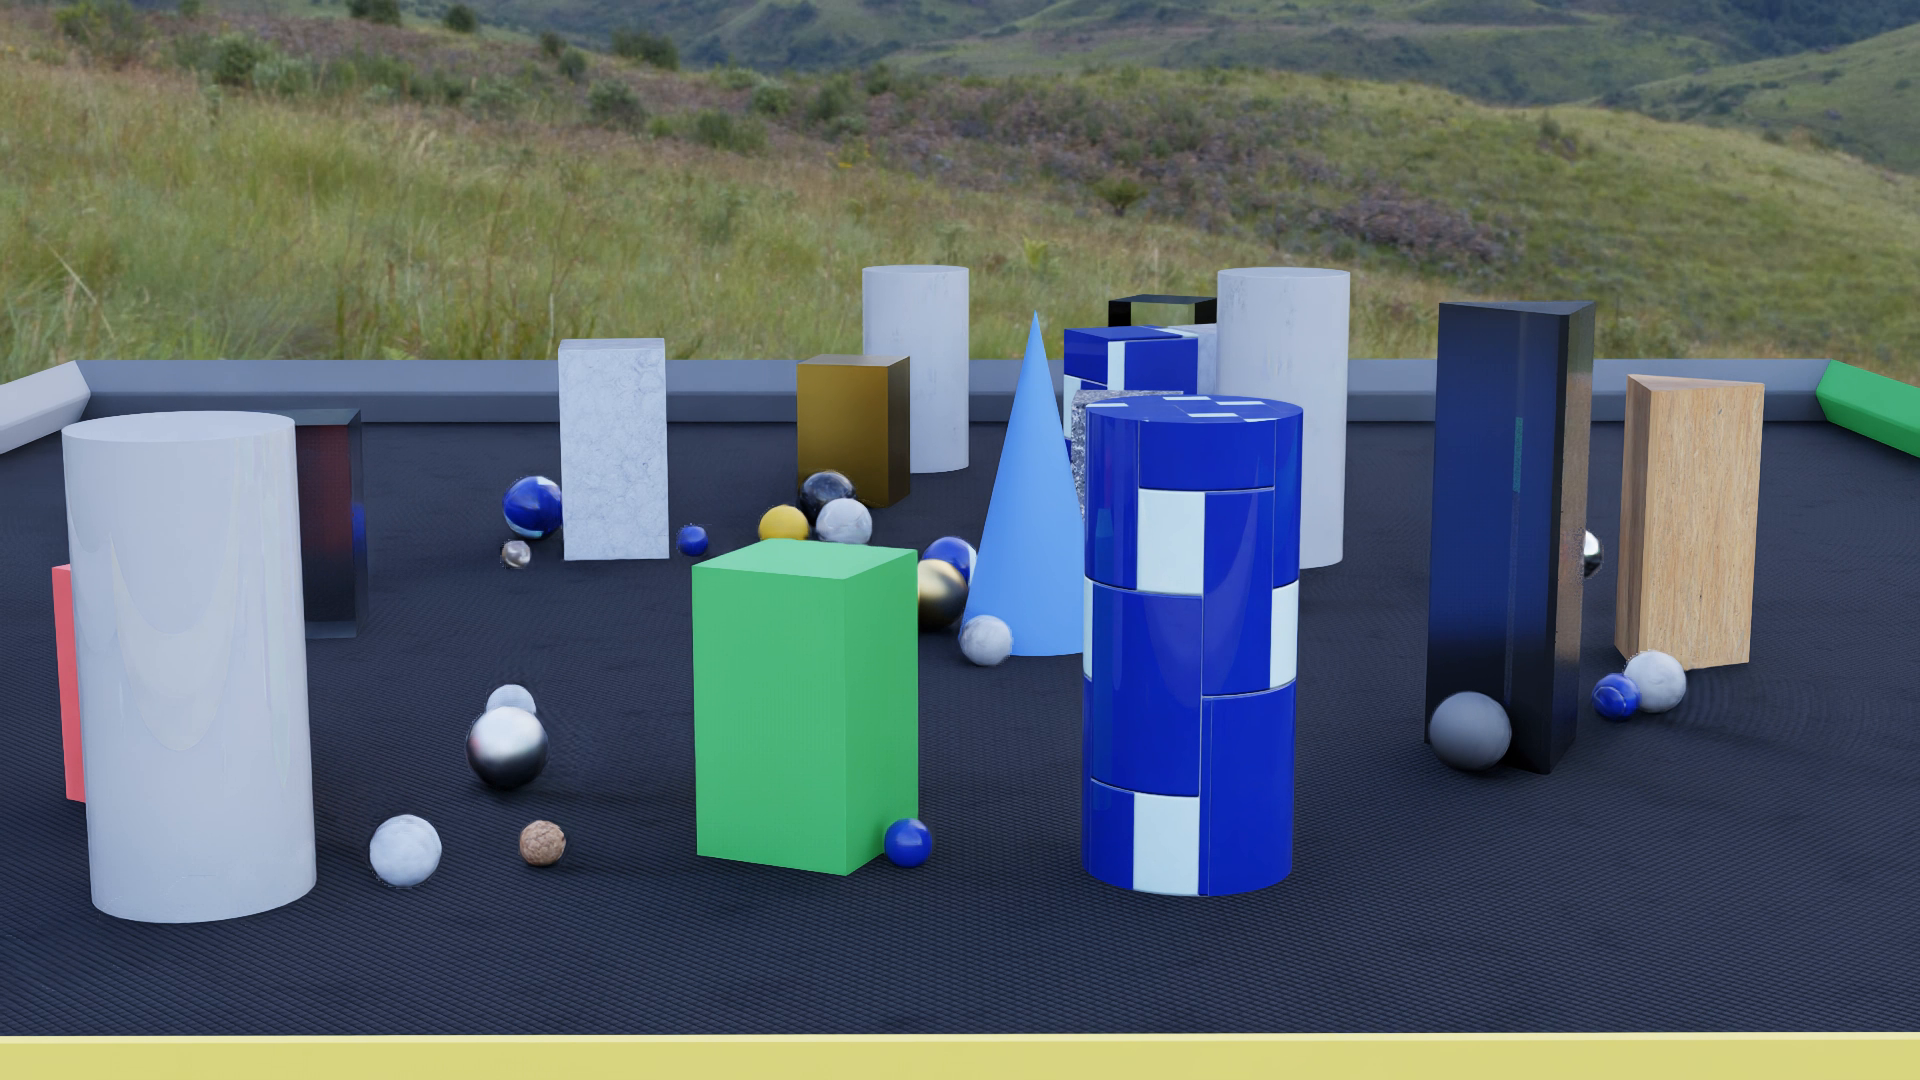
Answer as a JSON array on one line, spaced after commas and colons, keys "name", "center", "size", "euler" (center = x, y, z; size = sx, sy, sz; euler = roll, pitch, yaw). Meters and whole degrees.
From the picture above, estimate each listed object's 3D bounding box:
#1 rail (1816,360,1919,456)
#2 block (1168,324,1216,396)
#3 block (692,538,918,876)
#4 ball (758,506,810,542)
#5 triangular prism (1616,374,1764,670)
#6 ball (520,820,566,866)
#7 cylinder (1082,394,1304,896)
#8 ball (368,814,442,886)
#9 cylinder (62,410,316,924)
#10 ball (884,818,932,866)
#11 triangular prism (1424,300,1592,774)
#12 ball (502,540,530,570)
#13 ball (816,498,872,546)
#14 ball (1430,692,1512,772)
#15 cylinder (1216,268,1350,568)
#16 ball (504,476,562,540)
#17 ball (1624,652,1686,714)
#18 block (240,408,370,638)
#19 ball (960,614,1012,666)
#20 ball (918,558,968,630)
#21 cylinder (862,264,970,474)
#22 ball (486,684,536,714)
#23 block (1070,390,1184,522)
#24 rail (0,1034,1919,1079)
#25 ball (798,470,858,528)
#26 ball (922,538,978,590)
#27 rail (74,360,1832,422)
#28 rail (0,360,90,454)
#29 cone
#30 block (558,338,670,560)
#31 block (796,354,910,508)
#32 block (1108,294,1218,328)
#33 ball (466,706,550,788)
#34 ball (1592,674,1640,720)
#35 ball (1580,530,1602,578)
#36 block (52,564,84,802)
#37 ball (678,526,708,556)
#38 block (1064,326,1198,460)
[{"name": "rail", "center": [1.783, 0.031, 3.459], "size": [0.045, 0.126, 3.730], "euler": [0, 11, 0]}, {"name": "block", "center": [0.451, -0.204, 4.264], "size": [0.155, 0.296, 0.155], "euler": [-6, 12, -28]}, {"name": "block", "center": [-0.143, 0.151, 2.407], "size": [0.155, 0.275, 0.155], "euler": [5, 11, 24]}, {"name": "ball", "center": [-0.263, -0.014, 3.837], "size": [0.077, 0.077, 0.077], "euler": [0, 11, 0]}, {"name": "triangular prism", "center": [0.867, -0.025, 3.166], "size": [0.168, 0.345, 0.146], "euler": [-5, 12, -25]}, {"name": "ball", "center": [-0.384, 0.279, 2.357], "size": [0.042, 0.042, 0.042], "euler": [0, 11, 0]}, {"name": "cylinder", "center": [0.209, 0.090, 2.330], "size": [0.194, 0.423, 0.194], "euler": [0, 11, 0]}, {"name": "ball", "center": [-0.497, 0.279, 2.300], "size": [0.064, 0.064, 0.064], "euler": [0, 11, 0]}, {"name": "cylinder", "center": [-0.676, 0.106, 2.260], "size": [0.194, 0.417, 0.194], "euler": [0, 11, 0]}, {"name": "ball", "center": [-0.048, 0.277, 2.357], "size": [0.045, 0.045, 0.045], "euler": [0, 11, 0]}, {"name": "triangular prism", "center": [0.615, -0.011, 2.727], "size": [0.146, 0.478, 0.168], "euler": [-8, 13, -36]}, {"name": "ball", "center": [-0.647, 0.021, 3.742], "size": [0.043, 0.043, 0.043], "euler": [0, 11, 0]}, {"name": "ball", "center": [-0.174, -0.021, 3.855], "size": [0.085, 0.085, 0.085], "euler": [0, 11, 0]}, {"name": "ball", "center": [0.532, 0.200, 2.671], "size": [0.083, 0.083, 0.083], "euler": [0, 11, 0]}, {"name": "cylinder", "center": [0.475, -0.184, 3.802], "size": [0.194, 0.425, 0.194], "euler": [0, 11, 0]}, {"name": "ball", "center": [-0.659, -0.050, 3.978], "size": [0.097, 0.097, 0.097], "euler": [0, 11, 0]}, {"name": "ball", "center": [0.788, 0.162, 2.912], "size": [0.070, 0.070, 0.070], "euler": [0, 11, 0]}, {"name": "block", "center": [-0.863, -0.023, 3.341], "size": [0.155, 0.276, 0.155], "euler": [-1, 11, -7]}, {"name": "ball", "center": [0.031, 0.123, 3.142], "size": [0.063, 0.063, 0.063], "euler": [0, 11, 0]}, {"name": "ball", "center": [-0.035, 0.071, 3.342], "size": [0.092, 0.092, 0.092], "euler": [0, 11, 0]}, {"name": "cylinder", "center": [-0.081, -0.315, 4.687], "size": [0.194, 0.359, 0.194], "euler": [0, 11, 0]}, {"name": "ball", "center": [-0.495, 0.186, 2.829], "size": [0.053, 0.053, 0.053], "euler": [0, 11, 0]}, {"name": "block", "center": [0.241, -0.077, 3.687], "size": [0.155, 0.257, 0.155], "euler": [1, 11, 5]}, {"name": "rail", "center": [0.011, 0.369, 1.639], "size": [3.614, 0.126, 0.045], "euler": [0, 11, 0]}, {"name": "ball", "center": [-0.209, -0.062, 4.050], "size": [0.095, 0.095, 0.095], "euler": [0, 11, 0]}, {"name": "ball", "center": [-0.014, 0.037, 3.550], "size": [0.082, 0.082, 0.082], "euler": [0, 11, 0]}, {"name": "rail", "center": [-0.011, -0.304, 5.259], "size": [3.614, 0.126, 0.045], "euler": [0, 11, 0]}, {"name": "rail", "center": [-1.783, 0.034, 3.439], "size": [0.045, 0.126, 3.730], "euler": [0, 11, 0]}, {"name": "cone", "center": [0.095, -0.081, 3.253], "size": [0.194, 0.423, 0.194], "euler": [0, 11, 0]}, {"name": "block", "center": [-0.520, -0.139, 3.866], "size": [0.155, 0.313, 0.155], "euler": [-1, 11, -7]}, {"name": "block", "center": [-0.178, -0.186, 4.327], "size": [0.155, 0.237, 0.155], "euler": [2, 11, 12]}, {"name": "block", "center": [0.373, -0.288, 4.689], "size": [0.155, 0.305, 0.155], "euler": [6, 12, 27]}, {"name": "ball", "center": [-0.460, 0.211, 2.610], "size": [0.083, 0.083, 0.083], "euler": [0, 11, 0]}, {"name": "ball", "center": [0.736, 0.177, 2.879], "size": [0.052, 0.052, 0.052], "euler": [0, 11, 0]}, {"name": "ball", "center": [0.883, 0.020, 3.674], "size": [0.071, 0.071, 0.071], "euler": [0, 11, 0]}, {"name": "block", "center": [-0.790, 0.139, 2.580], "size": [0.155, 0.236, 0.155], "euler": [6, 12, 31]}, {"name": "ball", "center": [-0.399, 0.002, 3.839], "size": [0.046, 0.046, 0.046], "euler": [0, 11, 0]}, {"name": "block", "center": [0.266, -0.171, 4.037], "size": [0.155, 0.314, 0.155], "euler": [-4, 11, -23]}]
